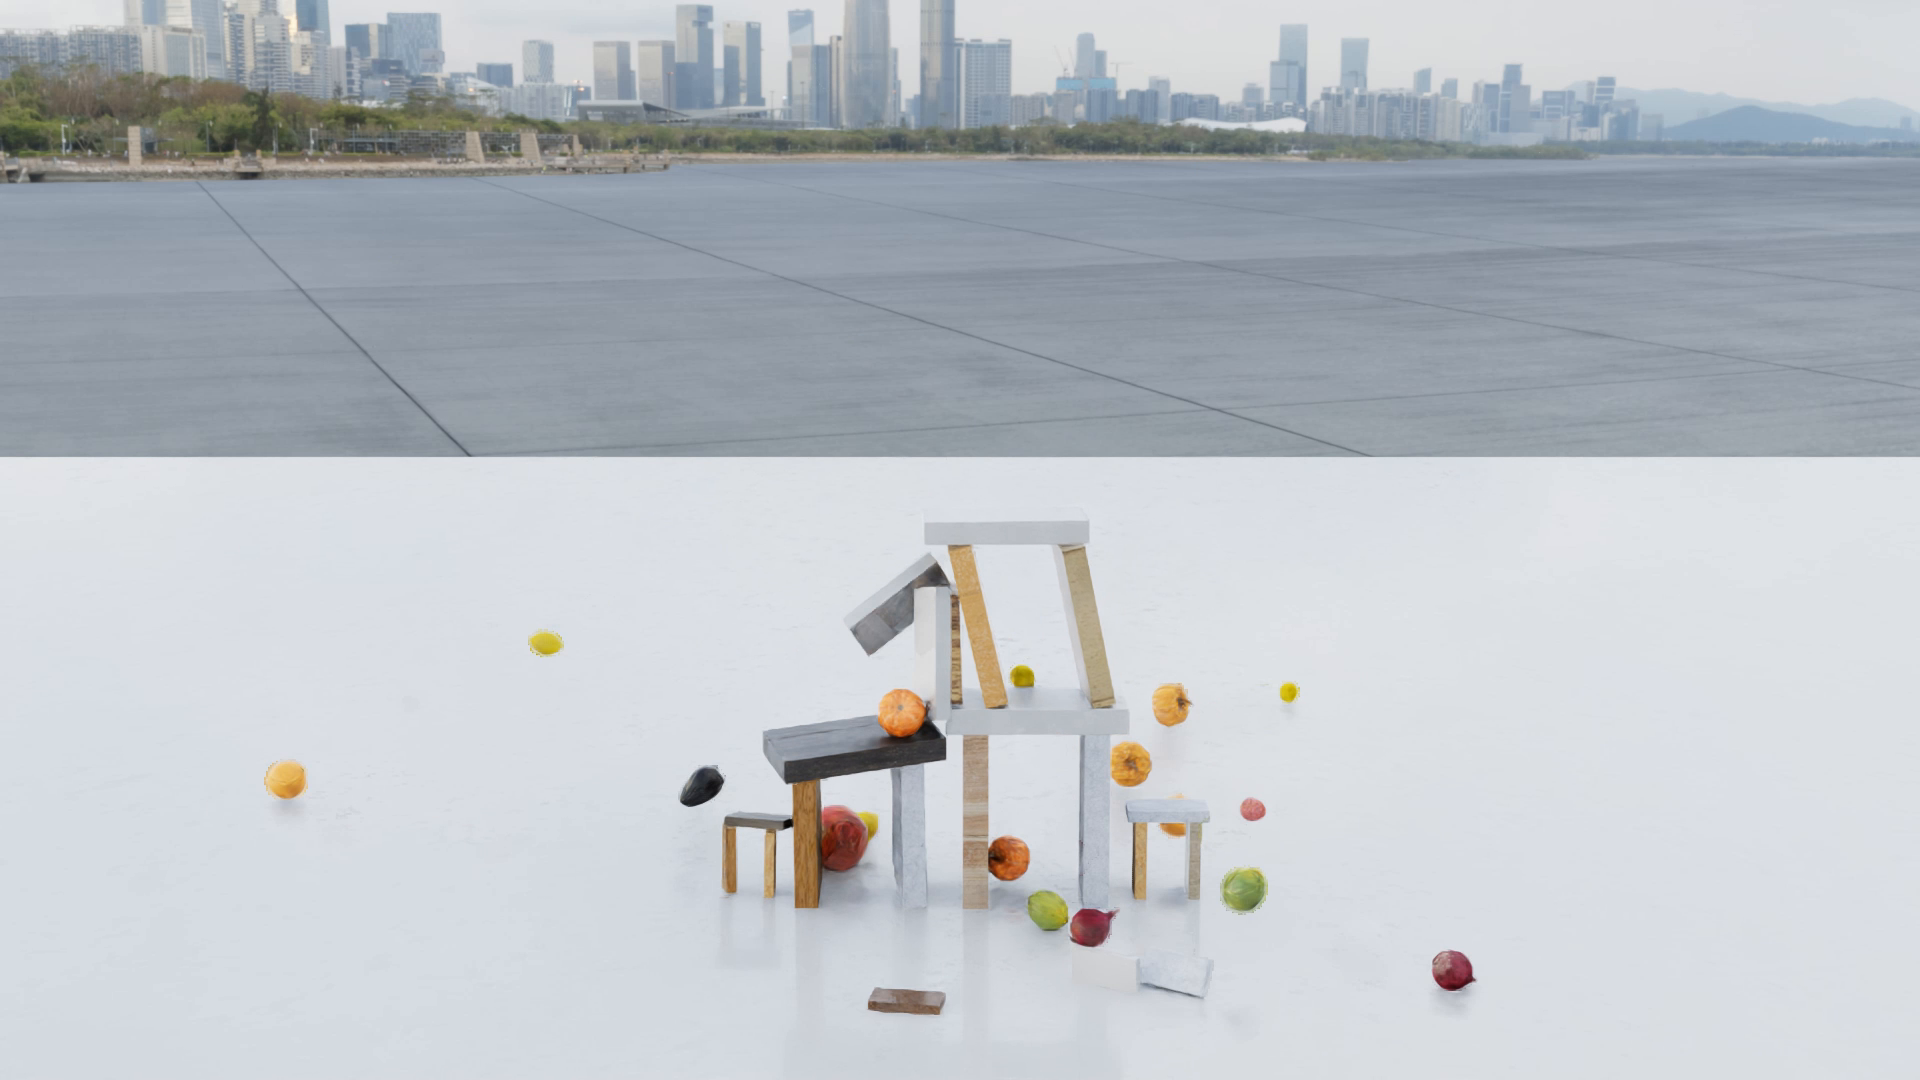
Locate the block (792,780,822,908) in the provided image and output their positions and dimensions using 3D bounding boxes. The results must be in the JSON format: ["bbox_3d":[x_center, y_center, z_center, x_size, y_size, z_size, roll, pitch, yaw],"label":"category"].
[{"bbox_3d":[-0.252,0.456,3.632,0.038,0.267,0.134,0,15,0],"label":"block"}]

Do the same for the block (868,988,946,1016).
[{"bbox_3d":[-0.078,0.670,3.195,0.105,0.015,0.053,2,11,9],"label":"block"}]

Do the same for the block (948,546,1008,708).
[{"bbox_3d":[0.029,0.129,3.580,0.037,0.264,0.132,-13,10,2],"label":"block"}]

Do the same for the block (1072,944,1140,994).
[{"bbox_3d":[0.216,0.638,3.267,0.105,0.053,0.015,6,13,29],"label":"block"}]

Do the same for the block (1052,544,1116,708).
[{"bbox_3d":[0.200,0.129,3.578,0.037,0.264,0.132,-13,12,-4],"label":"block"}]

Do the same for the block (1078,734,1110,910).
[{"bbox_3d":[0.222,0.445,3.641,0.042,0.295,0.148,0,11,0],"label":"block"}]

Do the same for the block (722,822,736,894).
[{"bbox_3d":[-0.386,0.530,3.671,0.015,0.109,0.054,0,2,-15],"label":"block"}]

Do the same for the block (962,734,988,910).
[{"bbox_3d":[0.026,0.445,3.641,0.042,0.295,0.148,0,11,0],"label":"block"}]

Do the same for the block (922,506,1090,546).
[{"bbox_3d":[0.073,-0.023,3.567,0.264,0.037,0.132,-1,11,-2],"label":"block"}]

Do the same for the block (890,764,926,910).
[{"bbox_3d":[-0.085,0.455,3.621,0.038,0.267,0.134,-3,18,-9],"label":"block"}]

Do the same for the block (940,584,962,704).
[{"bbox_3d":[-0.014,0.169,3.590,0.026,0.181,0.090,-3,11,-4],"label":"block"}]

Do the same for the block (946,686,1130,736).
[{"bbox_3d":[0.124,0.280,3.609,0.295,0.042,0.148,0,11,0],"label":"block"}]

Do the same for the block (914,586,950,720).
[{"bbox_3d":[-0.044,0.182,3.529,0.026,0.213,0.090,1,-4,-23],"label":"block"}]

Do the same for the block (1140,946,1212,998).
[{"bbox_3d":[0.318,0.639,3.257,0.105,0.053,0.015,7,-14,33],"label":"block"}]

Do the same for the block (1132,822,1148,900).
[{"bbox_3d":[0.299,0.524,3.661,0.019,0.133,0.067,0,11,0],"label":"block"}]

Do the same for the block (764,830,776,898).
[{"bbox_3d":[-0.317,0.534,3.665,0.015,0.109,0.054,1,8,-2],"label":"block"}]

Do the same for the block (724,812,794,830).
[{"bbox_3d":[-0.332,0.469,3.671,0.109,0.015,0.054,2,2,21],"label":"block"}]

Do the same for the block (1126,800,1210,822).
[{"bbox_3d":[0.343,0.449,3.647,0.133,0.019,0.067,0,11,0],"label":"block"}]

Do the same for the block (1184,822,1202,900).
[{"bbox_3d":[0.388,0.524,3.661,0.019,0.133,0.067,0,11,0],"label":"block"}]

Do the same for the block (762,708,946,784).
[{"bbox_3d":[-0.170,0.328,3.518,0.267,0.038,0.134,-7,19,-19],"label":"block"}]

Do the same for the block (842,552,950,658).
[{"bbox_3d":[-0.100,0.106,3.613,0.181,0.090,0.026,-38,51,-5],"label":"block"}]
